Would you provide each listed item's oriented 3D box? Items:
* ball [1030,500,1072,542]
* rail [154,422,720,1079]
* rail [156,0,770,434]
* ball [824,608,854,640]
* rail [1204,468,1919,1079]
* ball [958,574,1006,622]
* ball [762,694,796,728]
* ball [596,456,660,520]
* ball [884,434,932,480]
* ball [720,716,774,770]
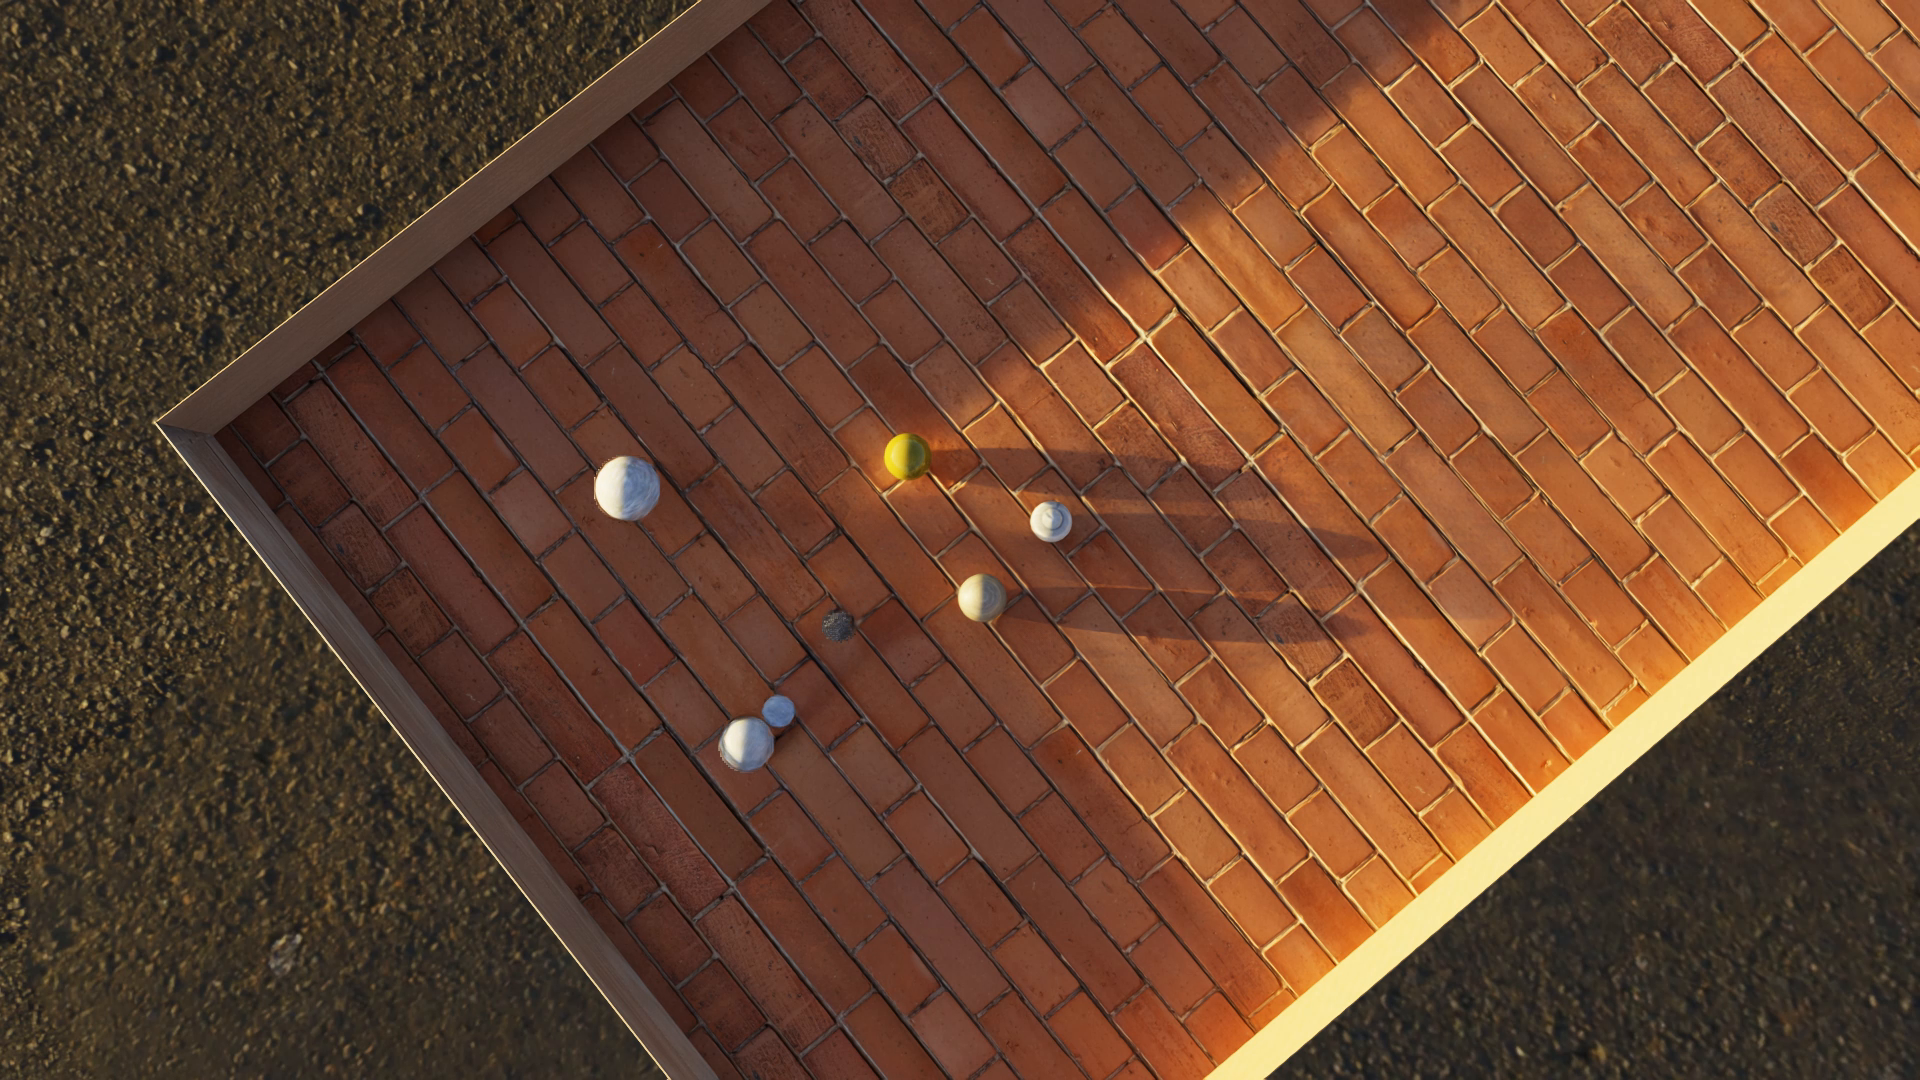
[{"bbox_3d":[0.136,-0.027,3.276,0.062,0.062,0.062,0,82,0],"label":"ball"},{"bbox_3d":[-0.604,0.487,3.168,0.045,0.125,1.737,-39,84,-5],"label":"rail"},{"bbox_3d":[0.085,-1.157,3.406,3.221,0.125,0.045,-39,84,-5],"label":"rail"},{"bbox_3d":[-0.179,0.125,3.262,0.046,0.046,0.046,0,82,0],"label":"ball"},{"bbox_3d":[1.159,0.135,3.219,3.221,0.125,0.045,-39,84,-5],"label":"rail"},{"bbox_3d":[0.033,0.086,3.254,0.072,0.072,0.072,0,82,0],"label":"ball"},{"bbox_3d":[-0.267,0.253,3.242,0.048,0.048,0.048,0,82,0],"label":"ball"},{"bbox_3d":[-0.493,-0.077,3.265,0.096,0.096,0.096,0,82,0],"label":"ball"},{"bbox_3d":[-0.077,-0.124,3.285,0.071,0.071,0.071,0,82,0],"label":"ball"},{"bbox_3d":[-0.311,0.297,3.220,0.079,0.079,0.079,0,82,0],"label":"ball"}]
